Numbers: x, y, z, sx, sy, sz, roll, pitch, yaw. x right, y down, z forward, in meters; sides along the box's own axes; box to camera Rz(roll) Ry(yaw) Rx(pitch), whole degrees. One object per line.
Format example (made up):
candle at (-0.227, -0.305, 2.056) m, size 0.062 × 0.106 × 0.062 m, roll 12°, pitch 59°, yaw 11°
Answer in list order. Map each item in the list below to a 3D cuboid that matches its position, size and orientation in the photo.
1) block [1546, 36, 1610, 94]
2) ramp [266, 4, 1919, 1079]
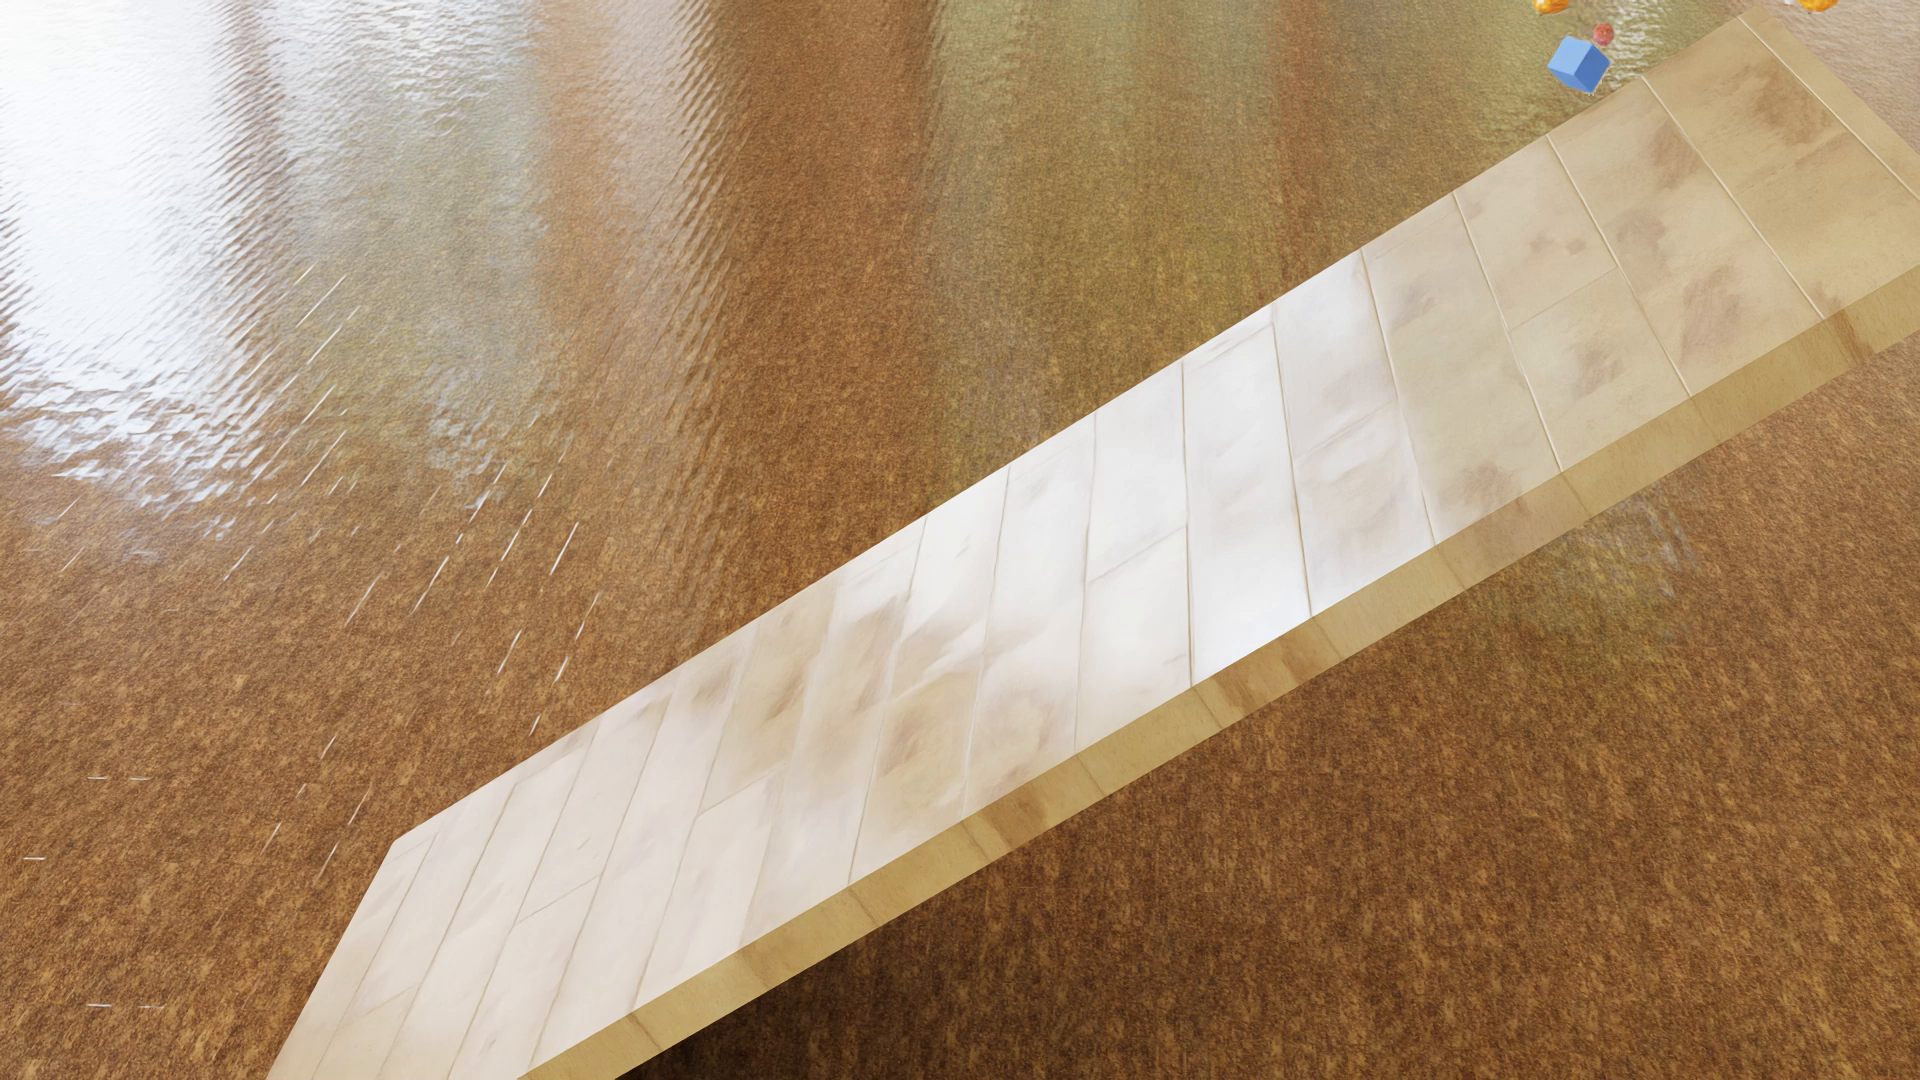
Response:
block at (1.203, -0.925, 5.720) m, size 0.071 × 0.071 × 0.071 m, roll 31°, pitch 0°, yaw -42°
ramp at (0.138, 0.172, 6.299) m, size 4.000 × 0.100 × 2.000 m, roll -31°, pitch 16°, yaw 14°
